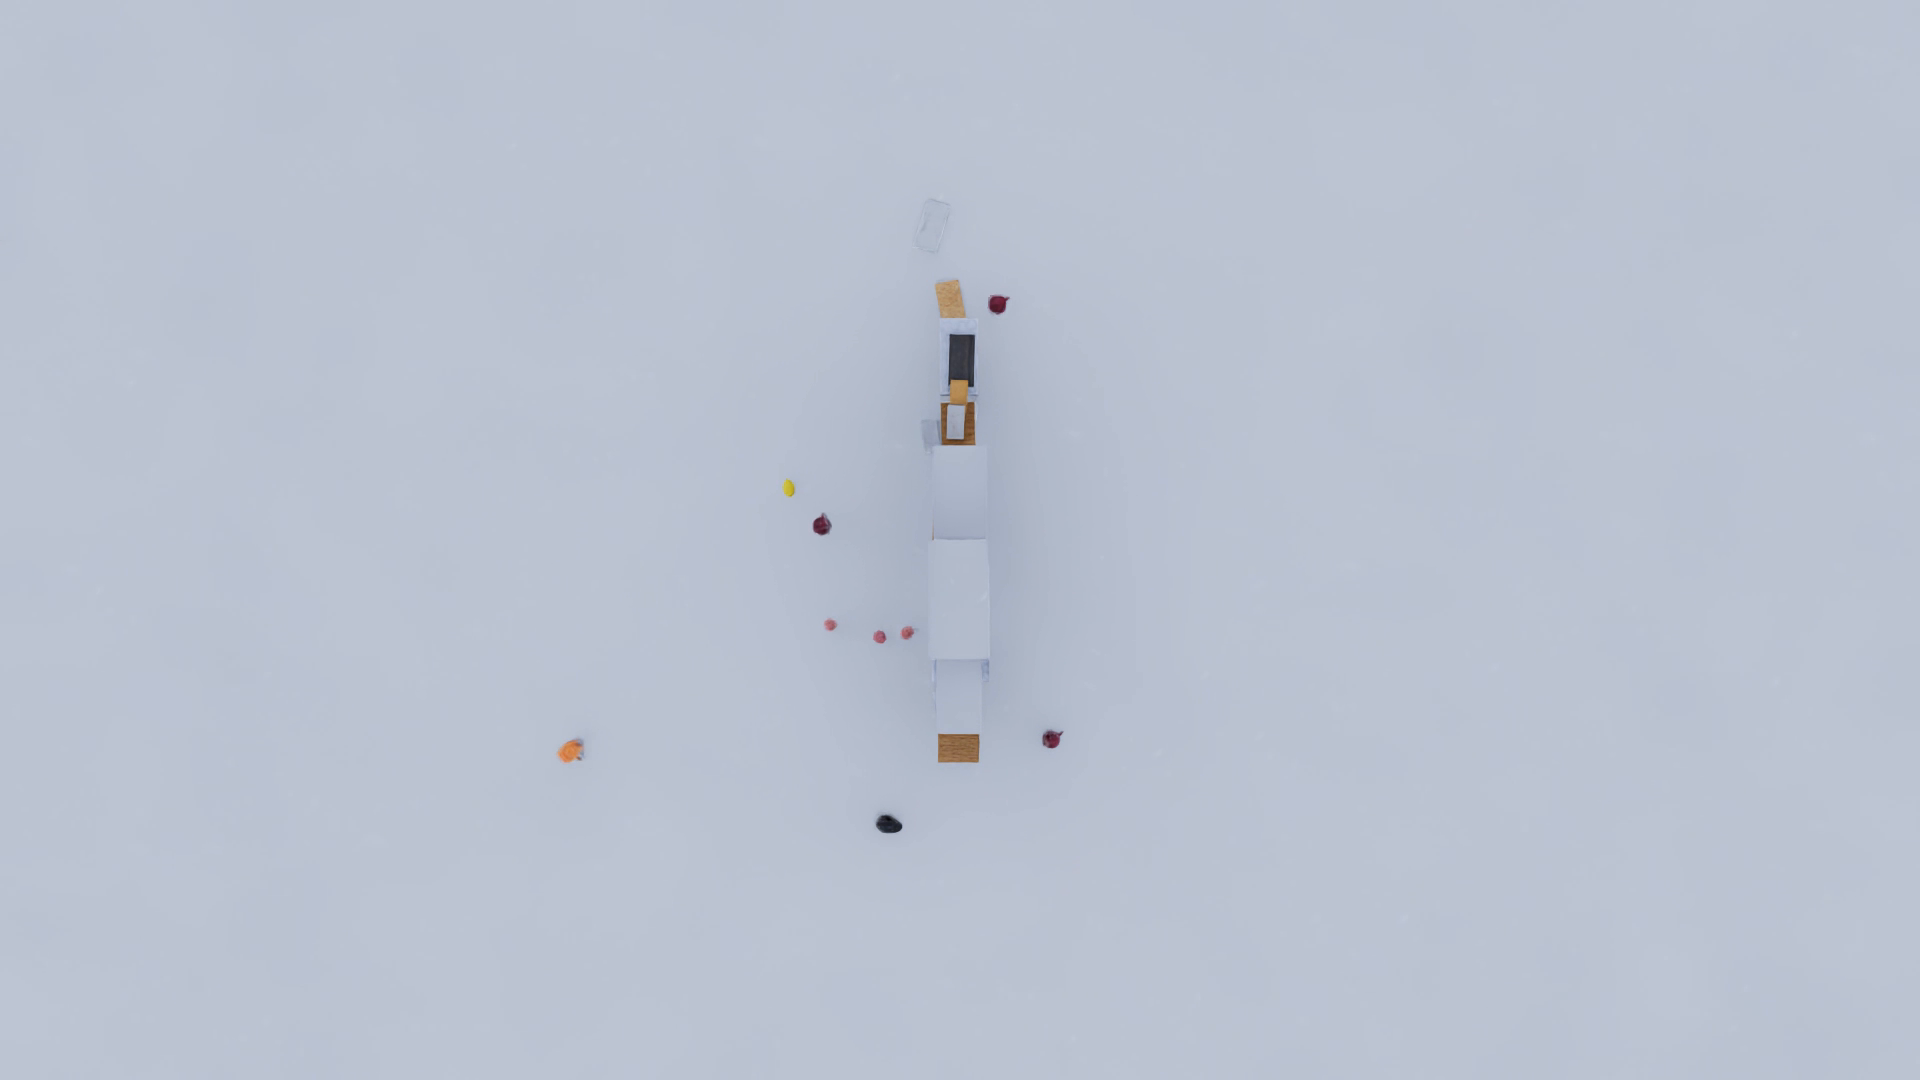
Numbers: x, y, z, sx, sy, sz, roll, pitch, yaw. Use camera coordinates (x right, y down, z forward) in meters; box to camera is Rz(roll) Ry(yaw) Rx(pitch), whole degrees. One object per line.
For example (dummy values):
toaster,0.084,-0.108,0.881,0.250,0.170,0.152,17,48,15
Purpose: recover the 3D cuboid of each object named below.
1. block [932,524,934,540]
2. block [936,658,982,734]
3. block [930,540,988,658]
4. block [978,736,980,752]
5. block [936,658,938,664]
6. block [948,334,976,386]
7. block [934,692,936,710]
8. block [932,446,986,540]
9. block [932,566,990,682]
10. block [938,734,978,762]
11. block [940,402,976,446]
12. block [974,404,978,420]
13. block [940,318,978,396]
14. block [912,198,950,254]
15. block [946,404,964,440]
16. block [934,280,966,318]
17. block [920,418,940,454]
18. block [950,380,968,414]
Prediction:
block,-0.004,-0.034,5.125,0.158,0.365,0.045,0,97,0
block,-0.003,0.435,4.818,0.129,0.037,0.258,0,92,0
block,-0.003,0.170,4.733,0.169,0.048,0.338,0,90,0
block,-0.003,0.657,5.371,0.129,0.257,0.036,2,90,0
block,-0.004,0.361,4.964,0.129,0.258,0.037,0,79,0
block,0.005,-0.567,5.212,0.081,0.023,0.161,1,90,0
block,-0.010,0.507,5.022,0.129,0.370,0.037,-4,75,0
block,0.000,-0.123,4.917,0.158,0.045,0.316,0,91,0
block,0.002,0.261,5.119,0.178,0.050,0.356,0,90,0
block,-0.005,0.574,5.224,0.129,0.036,0.257,0,90,0
block,-0.005,-0.332,5.266,0.108,0.030,0.215,-2,93,0
block,0.004,-0.418,5.392,0.108,0.215,0.030,0,90,0
block,-0.004,-0.581,5.241,0.121,0.034,0.242,0,90,0
block,-0.095,-1.044,5.489,0.081,0.023,0.161,17,90,0
block,-0.014,-0.374,5.227,0.054,0.015,0.109,2,108,0
block,-0.030,-0.778,5.489,0.081,0.023,0.161,-11,90,0
block,-0.099,-0.346,5.492,0.054,0.015,0.109,-9,90,0
block,-0.004,-0.453,5.212,0.054,0.015,0.109,3,121,0
